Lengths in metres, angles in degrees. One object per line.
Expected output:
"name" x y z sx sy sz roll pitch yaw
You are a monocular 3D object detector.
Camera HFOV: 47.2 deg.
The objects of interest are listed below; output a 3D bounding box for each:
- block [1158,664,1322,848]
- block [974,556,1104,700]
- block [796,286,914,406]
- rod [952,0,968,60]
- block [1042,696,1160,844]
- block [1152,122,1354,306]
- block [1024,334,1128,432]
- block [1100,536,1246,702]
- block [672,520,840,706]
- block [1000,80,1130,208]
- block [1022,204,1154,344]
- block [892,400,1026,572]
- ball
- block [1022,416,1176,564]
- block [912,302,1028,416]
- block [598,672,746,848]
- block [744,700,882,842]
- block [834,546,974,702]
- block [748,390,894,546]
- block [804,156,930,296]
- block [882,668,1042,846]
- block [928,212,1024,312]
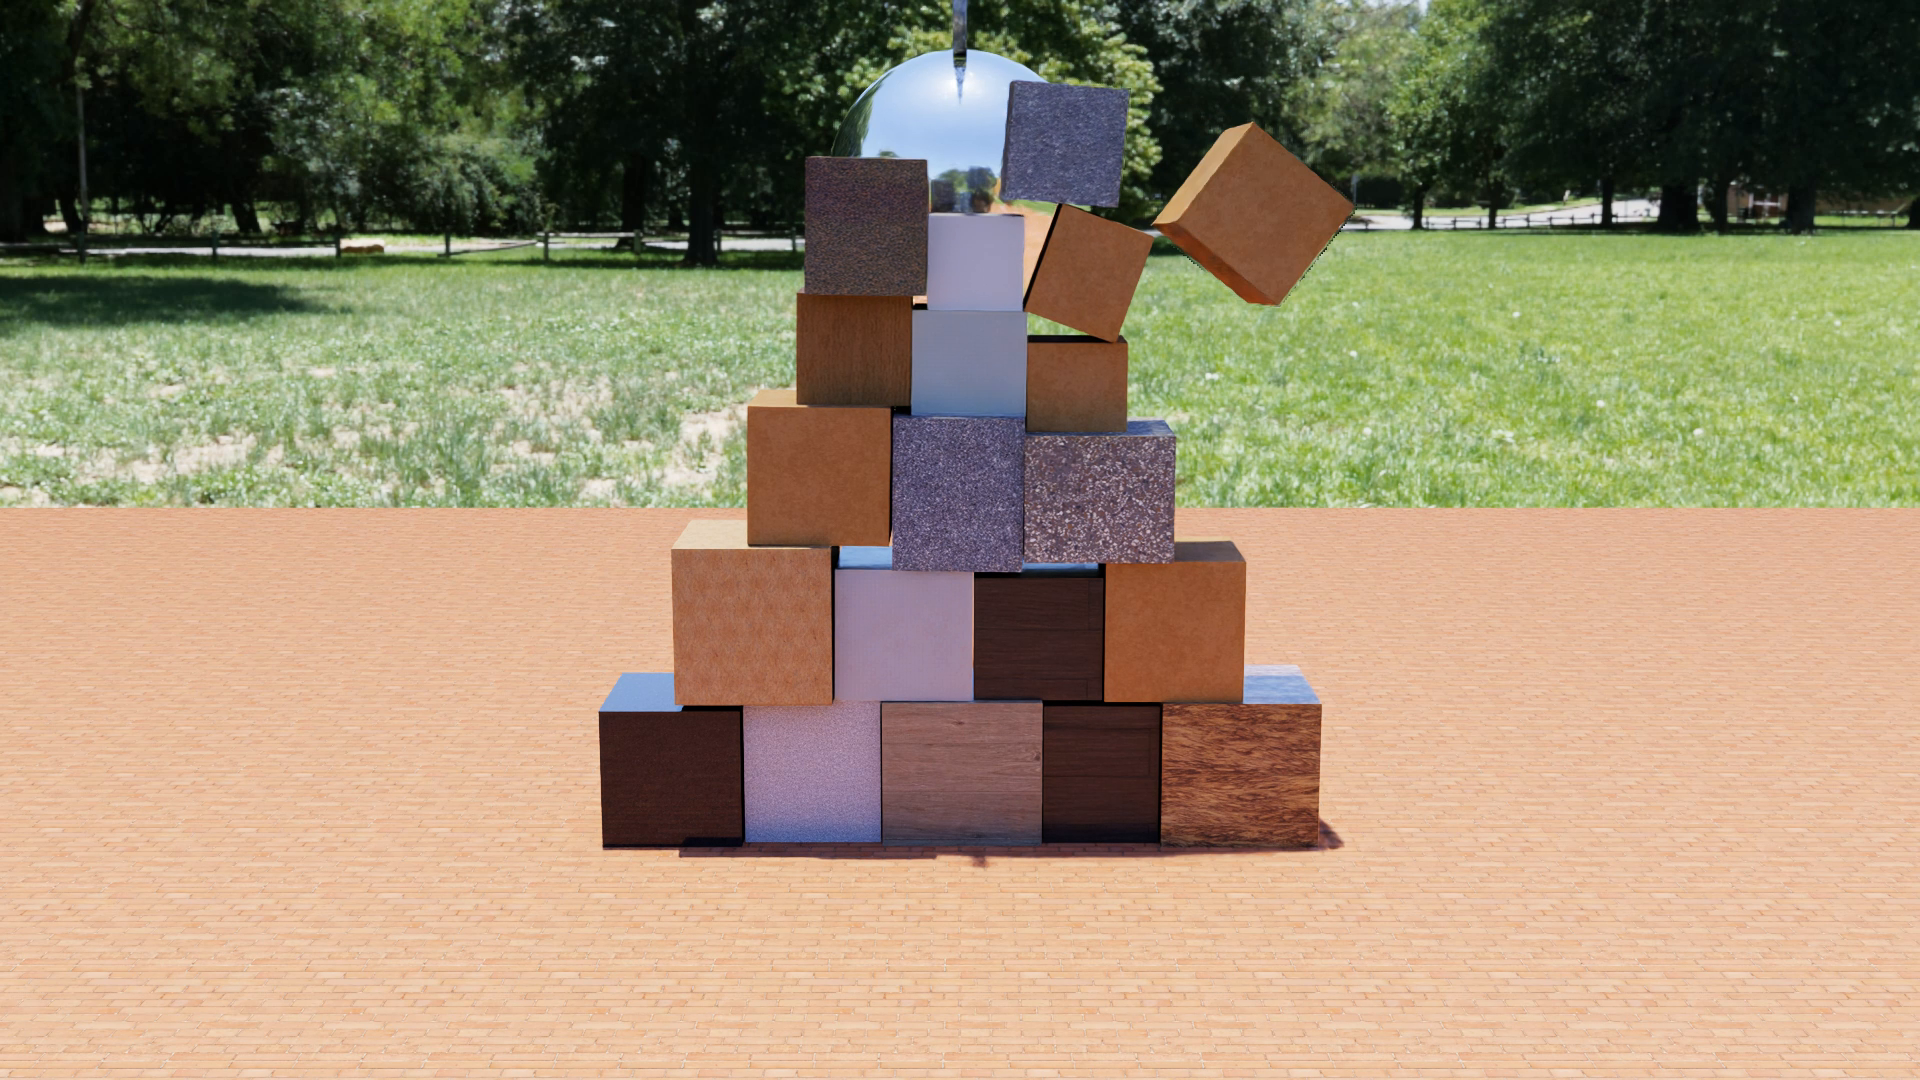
"block" 1.405 1.106 11.399 0.789 0.744 0.826 0 10 0
"block" 0.390 0.442 11.249 0.640 0.623 0.596 0 10 0
"block" -0.523 -0.977 11.022 0.559 0.545 0.485 1 10 0
"rod" 0.000 -4.970 11.288 0.080 5.200 0.080 0 33 0
"block" 0.711 1.124 11.391 0.579 0.713 0.662 0 10 0
"block" 1.450 -1.616 10.961 0.652 0.608 0.584 38 1 -10
"block" 0.578 -0.791 11.042 0.494 0.438 0.462 0 10 0
"block" 1.066 0.396 11.241 0.692 0.711 0.694 0 10 0
"block" -1.023 0.357 11.226 0.779 0.788 0.827 0 10 0
"block" 0.505 -1.949 10.831 0.551 0.562 0.545 5 10 -2
"block" 0.630 -1.336 10.924 0.473 0.548 0.529 20 10 -3
"block" -0.009 -0.282 11.134 0.643 0.758 0.729 1 10 0
"ball" 0.000 -2.111 13.129 1.600 1.600 1.600 0 10 0
"block" 0.684 -0.263 11.123 0.735 0.628 0.770 0 10 0
"block" 0.046 -0.908 11.020 0.564 0.516 0.482 1 10 0
"block" -1.448 1.127 11.400 0.703 0.704 0.806 0 10 0
"block" -0.743 1.107 11.387 0.687 0.747 0.634 0 10 0
"block" -0.279 0.417 11.245 0.684 0.664 0.661 1 10 0
"block" -0.693 -0.375 11.129 0.699 0.683 0.733 1 10 0
"block" -0.453 -1.560 10.885 0.587 0.654 0.617 1 10 0
"block" 0.011 1.112 11.378 0.800 0.741 0.733 0 10 0
"block" 0.079 -1.385 10.920 0.467 0.458 0.411 1 10 0
